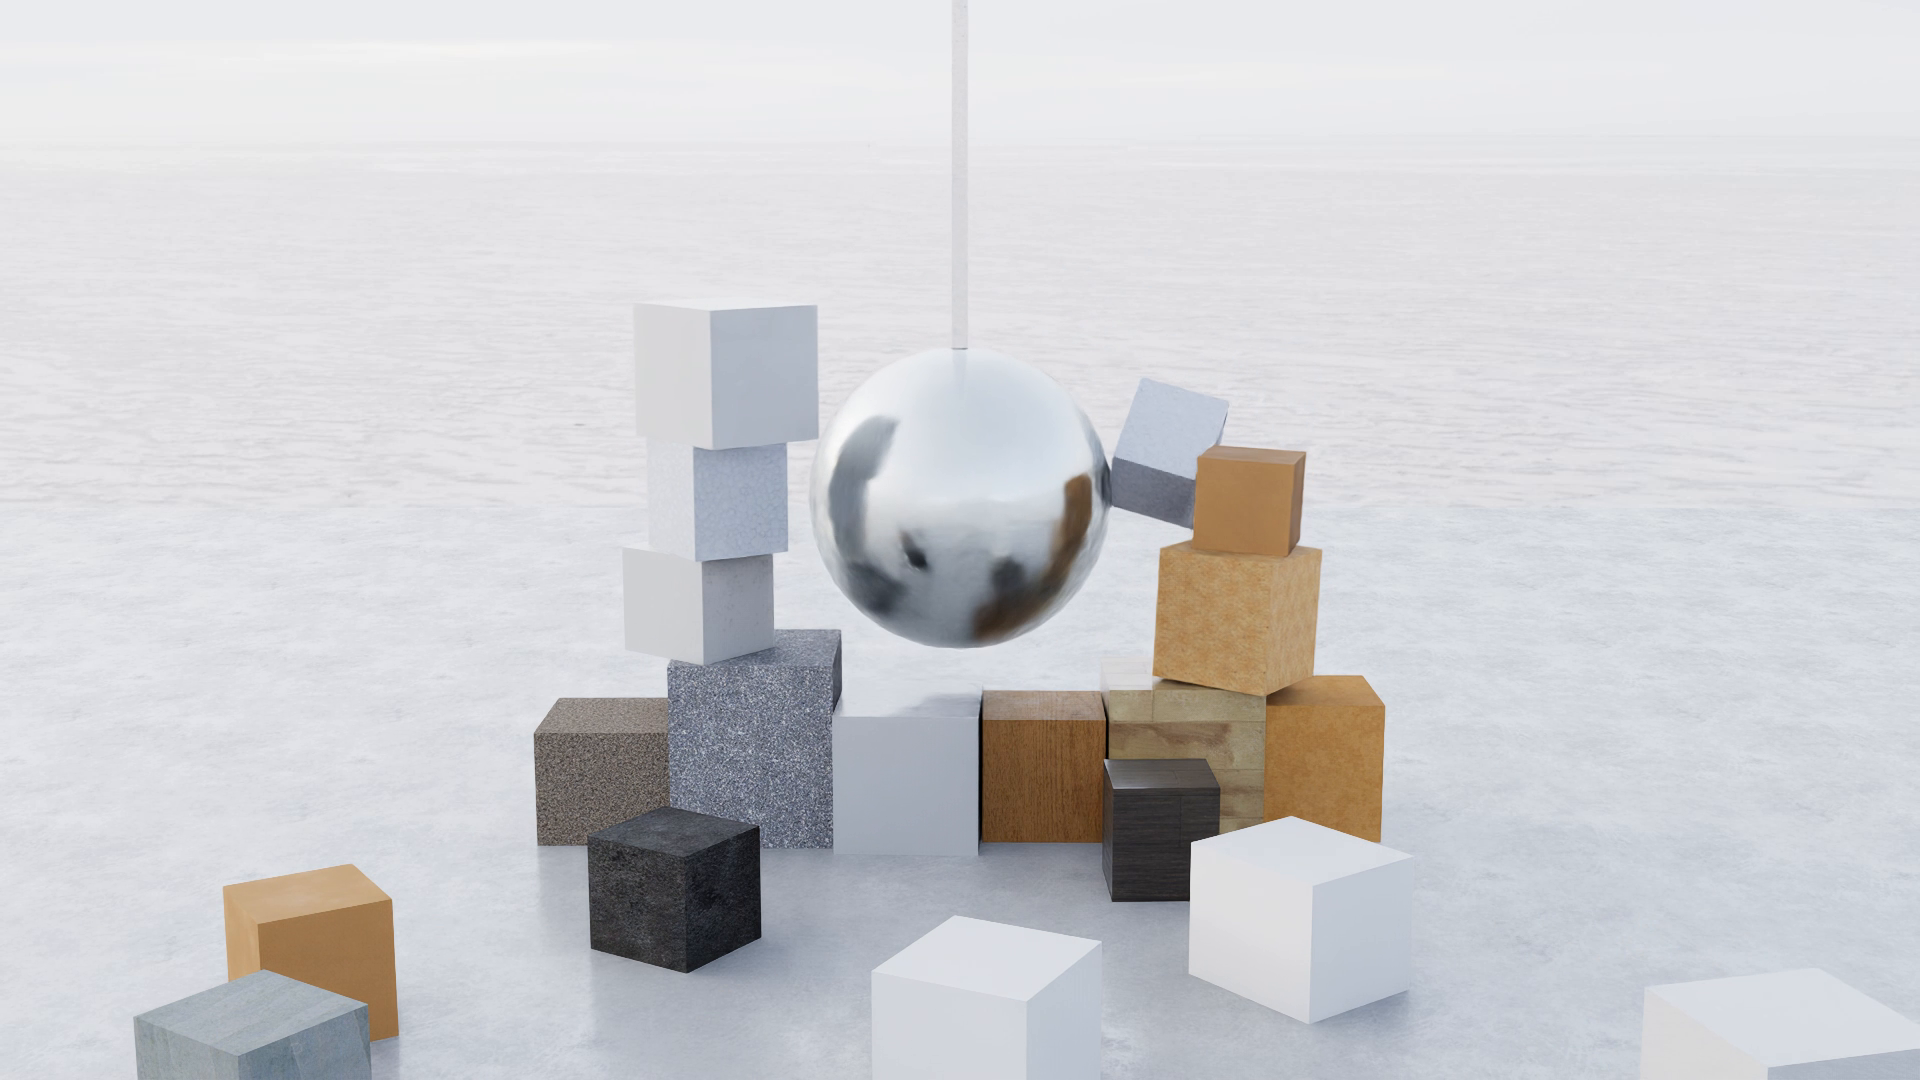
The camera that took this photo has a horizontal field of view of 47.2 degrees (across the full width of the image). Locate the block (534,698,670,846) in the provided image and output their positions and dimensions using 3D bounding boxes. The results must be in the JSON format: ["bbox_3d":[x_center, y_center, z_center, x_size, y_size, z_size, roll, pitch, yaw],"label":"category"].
[{"bbox_3d":[-1.794,1.189,11.387,0.674,0.586,0.715,0,10,0],"label":"block"}]

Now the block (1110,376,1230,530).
[{"bbox_3d":[1.125,-0.471,11.929,0.495,0.559,0.457,17,-32,9],"label":"block"}]

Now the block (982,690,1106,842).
[{"bbox_3d":[0.427,1.163,11.376,0.619,0.640,0.601,0,10,1],"label":"block"}]

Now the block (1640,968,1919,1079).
[{"bbox_3d":[2.788,1.893,7.405,0.688,0.625,0.694,-3,11,-15],"label":"block"}]

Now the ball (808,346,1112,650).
[{"bbox_3d":[0.000,-0.224,11.588,1.600,1.600,1.600,0,10,0],"label":"ball"}]

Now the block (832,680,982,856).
[{"bbox_3d":[-0.255,1.153,11.244,0.720,0.708,0.746,0,10,2],"label":"block"}]

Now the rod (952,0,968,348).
[{"bbox_3d":[0.000,-3.515,10.735,0.080,5.200,0.080,0,15,0],"label":"rod"}]

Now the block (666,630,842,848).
[{"bbox_3d":[-1.040,1.012,11.373,0.818,0.939,0.842,0,10,0],"label":"block"}]

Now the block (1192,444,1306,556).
[{"bbox_3d":[1.475,-0.206,11.192,0.480,0.463,0.525,5,11,15],"label":"block"}]

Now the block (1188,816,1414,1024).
[{"bbox_3d":[1.429,1.580,9.249,0.607,0.583,0.696,-8,13,-37],"label":"block"}]

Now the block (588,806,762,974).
[{"bbox_3d":[-1.255,1.531,9.697,0.545,0.519,0.519,7,12,32],"label":"block"}]

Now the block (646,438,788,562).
[{"bbox_3d":[-1.220,-0.238,11.039,0.514,0.568,0.545,-6,12,-32],"label":"block"}]

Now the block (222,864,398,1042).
[{"bbox_3d":[-2.588,1.676,8.760,0.523,0.568,0.513,-7,12,-32],"label":"block"}]

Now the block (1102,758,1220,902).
[{"bbox_3d":[0.950,1.375,10.464,0.496,0.550,0.486,0,10,-2],"label":"block"}]

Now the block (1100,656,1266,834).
[{"bbox_3d":[1.133,1.079,11.373,0.781,0.808,0.723,0,10,0],"label":"block"}]

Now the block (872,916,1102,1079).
[{"bbox_3d":[0.105,1.799,8.078,0.616,0.570,0.649,5,12,27],"label":"block"}]

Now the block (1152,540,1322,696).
[{"bbox_3d":[1.409,0.367,11.162,0.620,0.659,0.593,9,12,32],"label":"block"}]

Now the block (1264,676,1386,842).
[{"bbox_3d":[1.831,1.123,11.391,0.600,0.714,0.642,0,10,0],"label":"block"}]

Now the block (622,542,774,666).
[{"bbox_3d":[-1.332,0.291,11.217,0.560,0.536,0.517,8,13,37],"label":"block"}]

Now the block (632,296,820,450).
[{"bbox_3d":[-1.161,-0.840,10.903,0.622,0.666,0.707,-8,13,-38],"label":"block"}]

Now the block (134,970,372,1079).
[{"bbox_3d":[-2.420,1.890,7.561,0.563,0.576,0.533,7,13,35],"label":"block"}]
